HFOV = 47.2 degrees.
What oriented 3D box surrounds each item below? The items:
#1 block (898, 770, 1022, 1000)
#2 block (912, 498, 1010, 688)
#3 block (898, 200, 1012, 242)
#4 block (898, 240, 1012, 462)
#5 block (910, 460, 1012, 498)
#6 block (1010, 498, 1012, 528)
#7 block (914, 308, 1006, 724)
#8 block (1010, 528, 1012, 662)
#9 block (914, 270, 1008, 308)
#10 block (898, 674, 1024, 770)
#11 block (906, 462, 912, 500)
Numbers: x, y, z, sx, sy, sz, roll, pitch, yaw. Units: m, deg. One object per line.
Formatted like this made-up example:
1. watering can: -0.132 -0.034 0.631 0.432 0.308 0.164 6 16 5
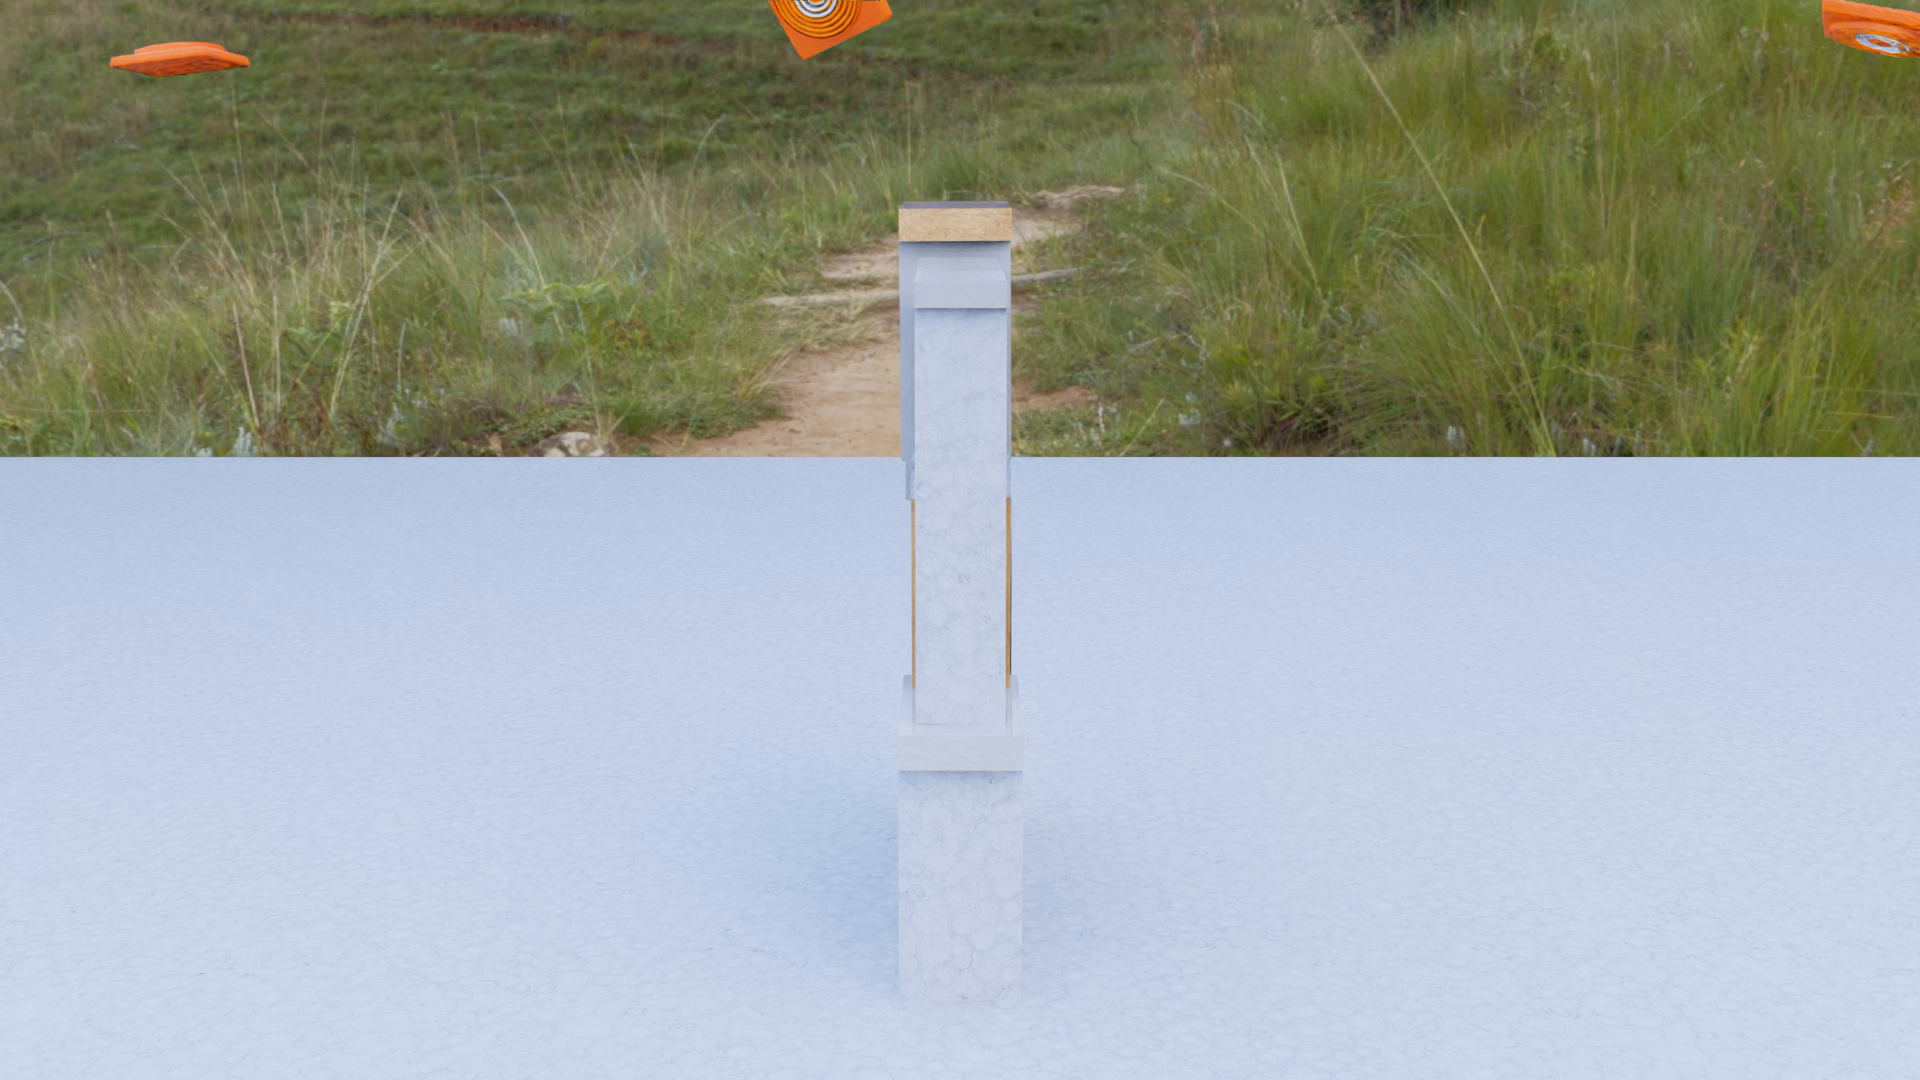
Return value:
1. block: 0.001 0.493 3.212 0.179 0.358 0.051 0 11 0
2. block: 0.002 0.076 3.371 0.151 0.301 0.043 0 11 0
3. block: -0.008 -0.501 3.443 0.168 0.048 0.337 0 11 0
4. block: -0.007 -0.291 3.367 0.168 0.337 0.048 -1 11 0
5. block: 0.000 -0.112 3.438 0.151 0.043 0.301 -1 11 0
6. block: 0.004 -0.071 3.771 0.163 0.046 0.326 0 10 0
7. block: 0.001 -0.033 3.135 0.129 0.602 0.036 0 11 0
8. block: 0.004 0.148 3.700 0.163 0.358 0.046 0 10 0
9. block: 0.000 -0.362 3.161 0.129 0.036 0.257 0 10 -1
10. block: 0.001 0.270 3.292 0.179 0.051 0.358 0 11 0
11. block: -0.006 -0.284 3.598 0.168 0.435 0.048 0 11 0
